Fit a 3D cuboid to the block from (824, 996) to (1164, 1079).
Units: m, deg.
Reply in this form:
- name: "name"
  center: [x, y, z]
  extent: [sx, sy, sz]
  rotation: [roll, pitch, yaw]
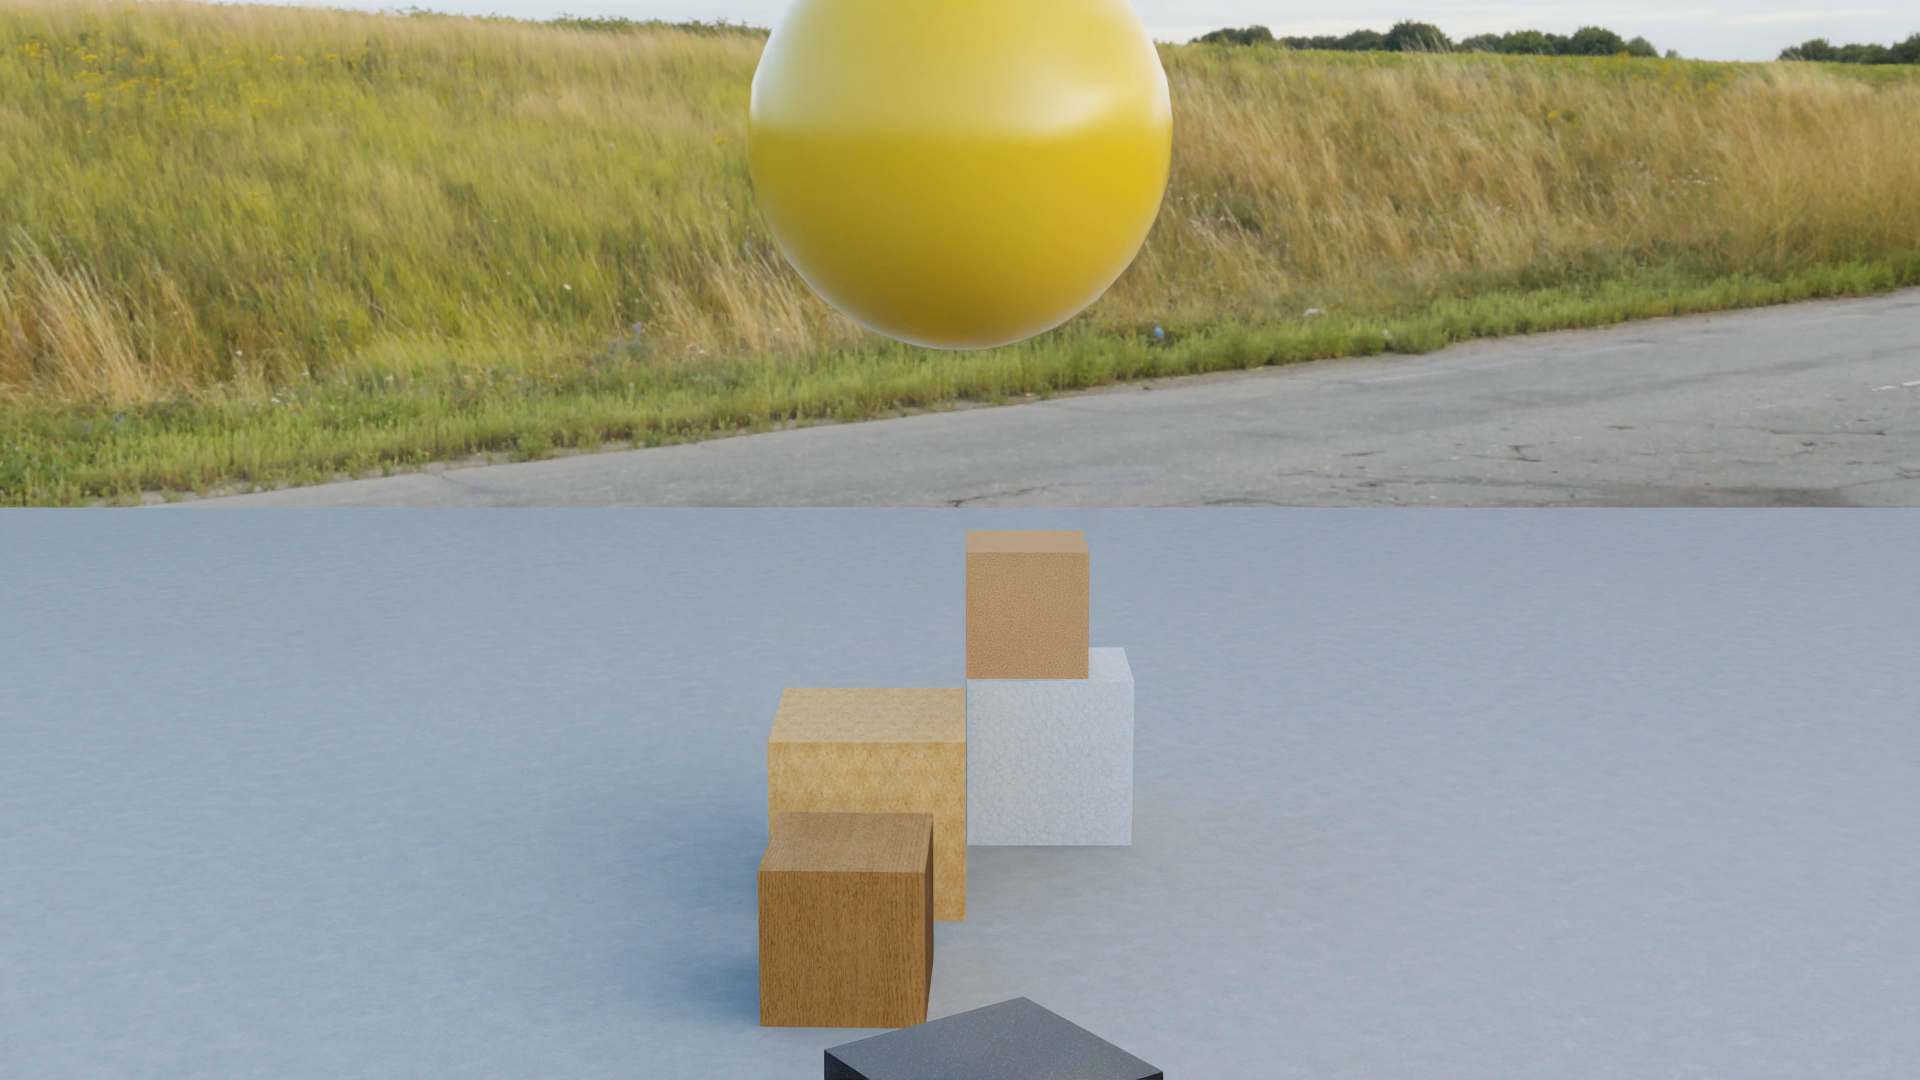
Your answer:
- name: "block"
  center: [0.098, 1.953, 6.851]
  extent: [0.770, 0.706, 0.726]
  rotation: [-7, 12, -34]

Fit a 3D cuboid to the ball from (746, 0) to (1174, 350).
- name: "ball"
  center: [0.000, -1.517, 8.268]
  extent: [1.600, 1.600, 1.600]
  rotation: [0, 10, 0]

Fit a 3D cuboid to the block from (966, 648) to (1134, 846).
- name: "block"
  center: [0.450, 1.055, 11.386]
  extent: [0.833, 0.849, 0.747]
  rotation: [0, 10, 0]

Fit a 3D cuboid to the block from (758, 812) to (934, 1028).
- name: "block"
  center: [-0.458, 1.564, 9.137]
  extent: [0.663, 0.654, 0.774]
  rotation: [0, 10, 2]

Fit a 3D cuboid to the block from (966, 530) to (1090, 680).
- name: "block"
  center: [0.337, 0.323, 11.243]
  extent: [0.610, 0.643, 0.623]
  rotation: [0, 10, 0]

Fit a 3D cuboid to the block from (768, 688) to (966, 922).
- name: "block"
  center: [-0.420, 1.233, 10.437]
  extent: [0.890, 0.841, 1.010]
  rotation: [0, 10, 0]
